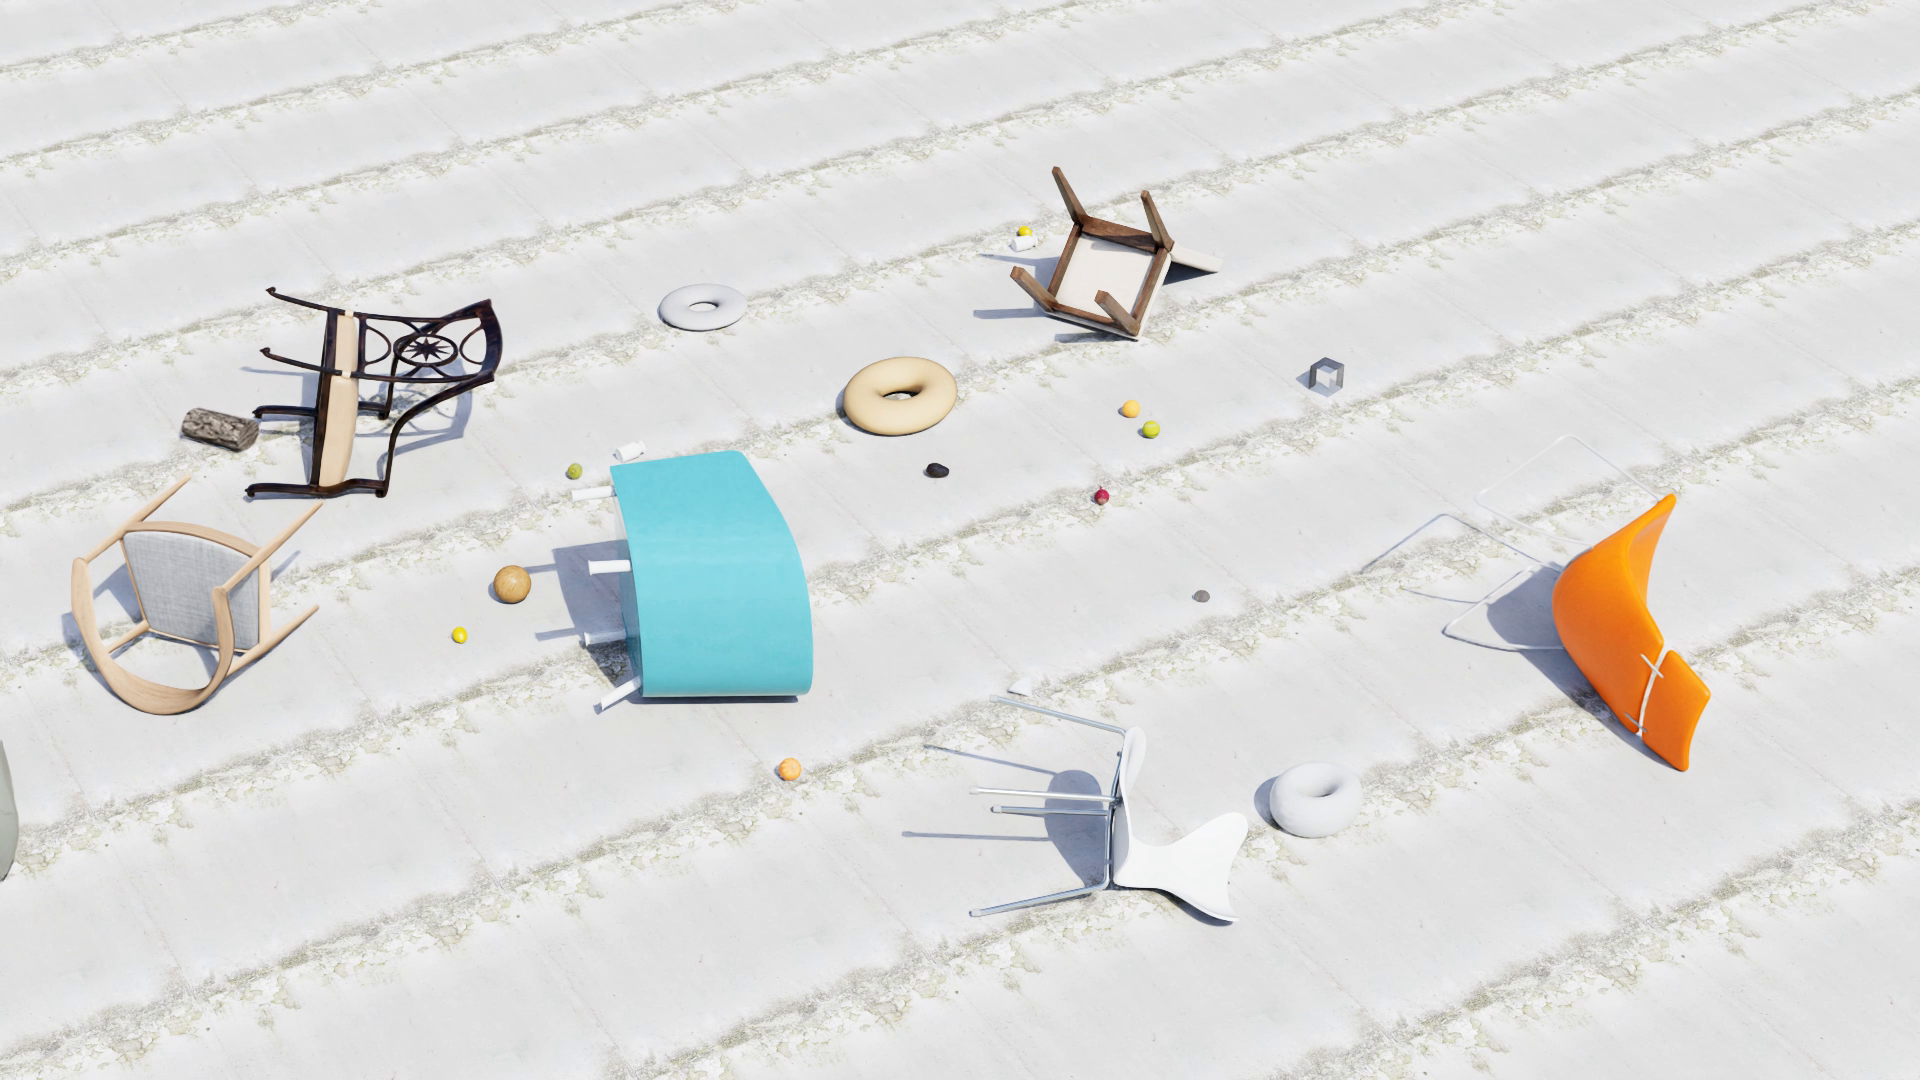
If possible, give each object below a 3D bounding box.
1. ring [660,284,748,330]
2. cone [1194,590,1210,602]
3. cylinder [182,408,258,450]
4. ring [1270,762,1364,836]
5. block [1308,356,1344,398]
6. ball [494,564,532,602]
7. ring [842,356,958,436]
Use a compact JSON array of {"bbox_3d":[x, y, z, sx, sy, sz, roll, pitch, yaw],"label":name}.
[{"bbox_3d":[-1.084,-0.986,12.389,0.373,0.059,0.378,17,37,25],"label":"ring"},{"bbox_3d":[0.878,0.204,10.617,0.057,0.046,0.035,11,0,6],"label":"cone"},{"bbox_3d":[-2.903,-0.435,11.504,0.261,0.111,0.144,13,34,19],"label":"cylinder"},{"bbox_3d":[1.159,0.842,9.537,0.316,0.146,0.282,-18,36,-23],"label":"ring"},{"bbox_3d":[1.480,-0.658,11.843,0.097,0.110,0.101,26,42,34],"label":"block"},{"bbox_3d":[-1.615,0.158,10.580,0.136,0.136,0.136,0,33,0],"label":"ball"},{"bbox_3d":[-0.238,-0.578,11.705,0.443,0.129,0.514,18,38,23],"label":"ring"}]
